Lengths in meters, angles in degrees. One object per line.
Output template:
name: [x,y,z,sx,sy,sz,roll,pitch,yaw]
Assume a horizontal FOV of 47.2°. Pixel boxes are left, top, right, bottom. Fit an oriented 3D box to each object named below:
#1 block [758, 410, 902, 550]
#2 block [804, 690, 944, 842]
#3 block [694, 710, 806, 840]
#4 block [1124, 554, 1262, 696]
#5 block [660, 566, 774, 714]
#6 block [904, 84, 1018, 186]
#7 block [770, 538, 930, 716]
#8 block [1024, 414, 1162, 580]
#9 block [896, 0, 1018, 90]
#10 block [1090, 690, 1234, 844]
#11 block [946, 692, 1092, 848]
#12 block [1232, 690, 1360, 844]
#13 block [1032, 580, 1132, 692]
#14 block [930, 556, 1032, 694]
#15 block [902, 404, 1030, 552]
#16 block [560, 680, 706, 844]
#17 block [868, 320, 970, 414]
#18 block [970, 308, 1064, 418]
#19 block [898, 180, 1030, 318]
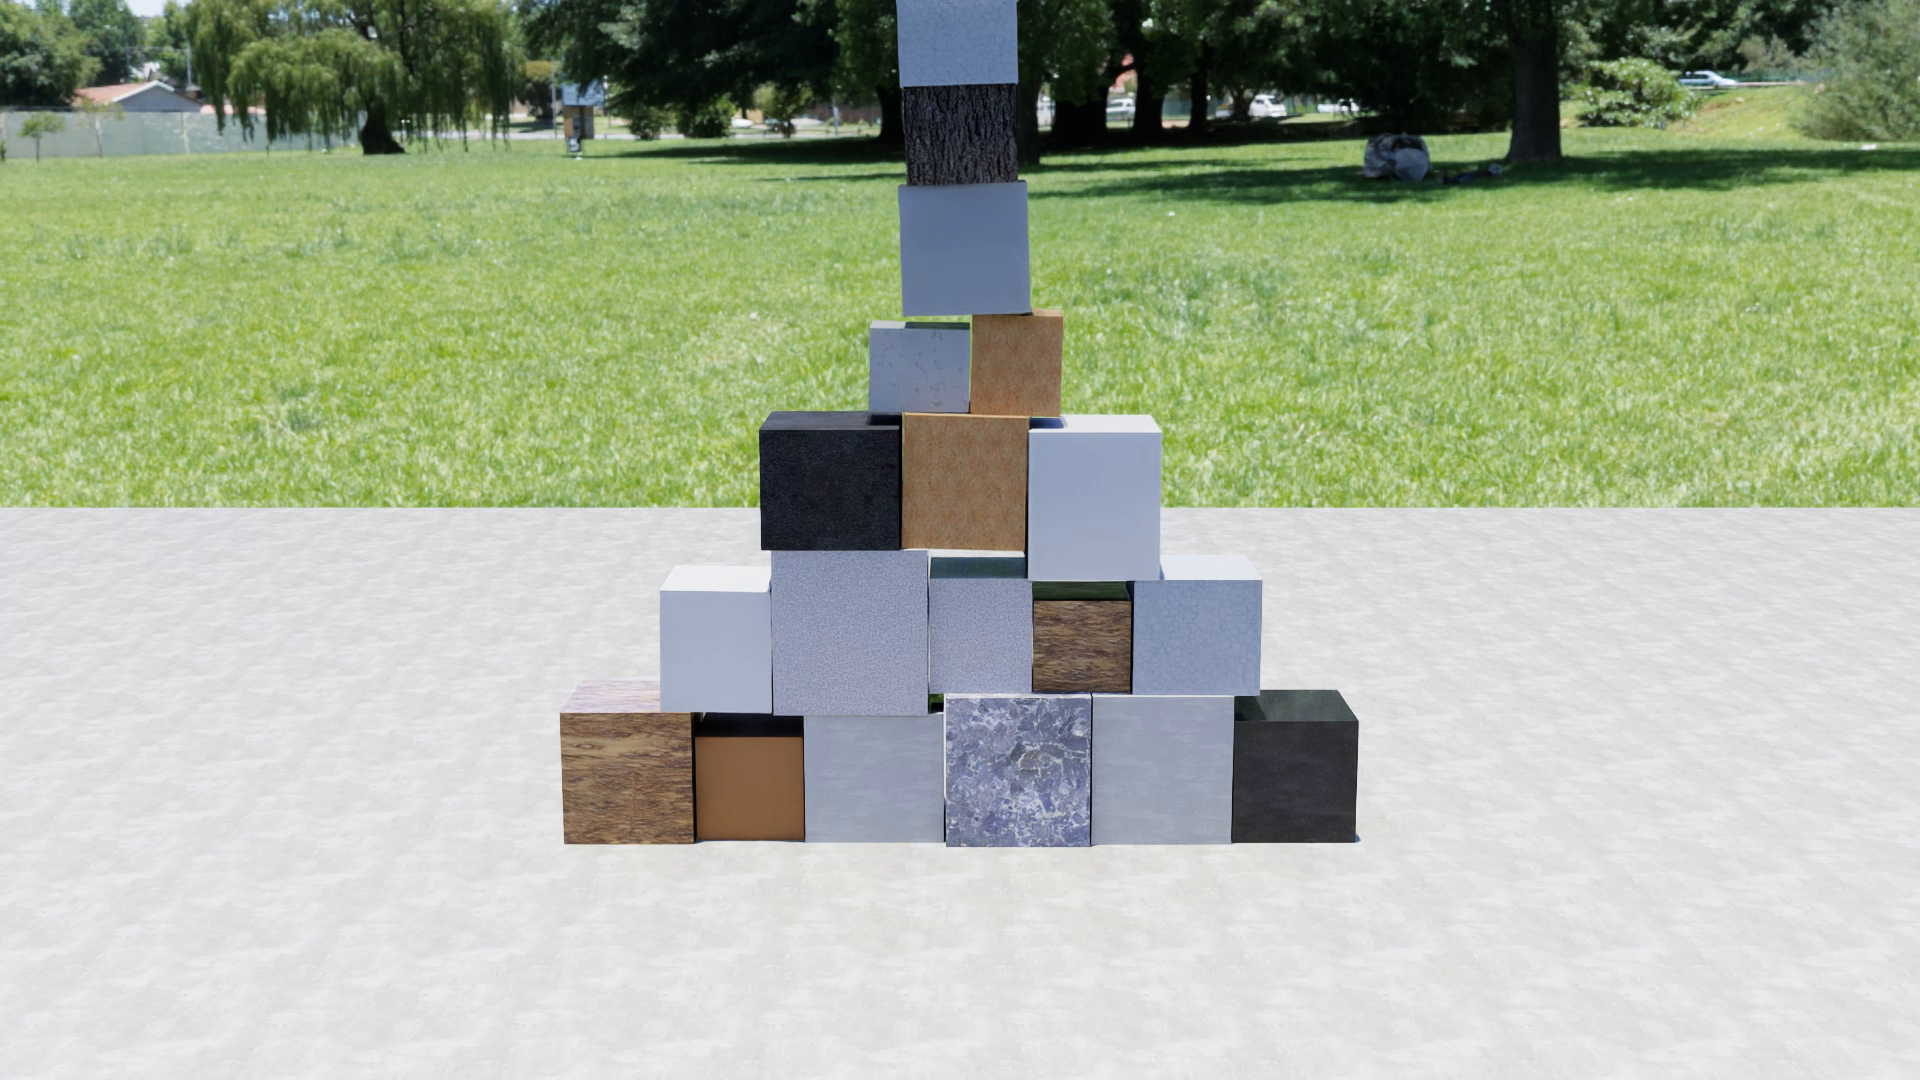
block: [-0.640,-0.310,11.138,0.680,0.599,0.752,0,10,0]
block: [-0.432,1.143,11.397,0.700,0.673,0.662,0,10,0]
block: [-1.064,1.210,11.403,0.544,0.540,0.558,0,10,0]
block: [1.182,0.427,11.267,0.634,0.590,0.671,0,10,0]
block: [-1.215,0.499,11.260,0.557,0.620,0.646,1,10,0]
block: [0.004,-1.990,10.798,0.536,0.468,0.520,-2,10,0]
block: [-0.547,0.397,11.270,0.770,0.840,0.738,0,10,0]
block: [0.662,-0.225,11.139,0.649,0.738,0.687,0,10,0]
block: [-0.014,-2.508,10.706,0.568,0.586,0.551,-2,10,0]
block: [1.015,1.099,11.370,0.705,0.769,0.688,0,10,0]
block: [0.290,1.099,11.365,0.724,0.772,0.753,0,10,0]
block: [1.689,1.163,11.394,0.623,0.636,0.653,0,10,0]
block: [0.611,0.489,11.260,0.487,0.466,0.509,0,10,0]
block: [0.103,0.429,11.250,0.509,0.588,0.578,0,10,0]
block: [0.024,-0.335,11.129,0.610,0.663,0.648,2,10,0]
block: [-1.673,1.141,11.372,0.654,0.687,0.667,0,10,0]
block: [-0.200,-0.871,11.025,0.496,0.412,0.423,1,10,0]
block: [0.279,-0.897,11.024,0.443,0.493,0.470,2,10,0]
block: [0.023,-1.456,10.932,0.624,0.630,0.560,-2,10,0]
